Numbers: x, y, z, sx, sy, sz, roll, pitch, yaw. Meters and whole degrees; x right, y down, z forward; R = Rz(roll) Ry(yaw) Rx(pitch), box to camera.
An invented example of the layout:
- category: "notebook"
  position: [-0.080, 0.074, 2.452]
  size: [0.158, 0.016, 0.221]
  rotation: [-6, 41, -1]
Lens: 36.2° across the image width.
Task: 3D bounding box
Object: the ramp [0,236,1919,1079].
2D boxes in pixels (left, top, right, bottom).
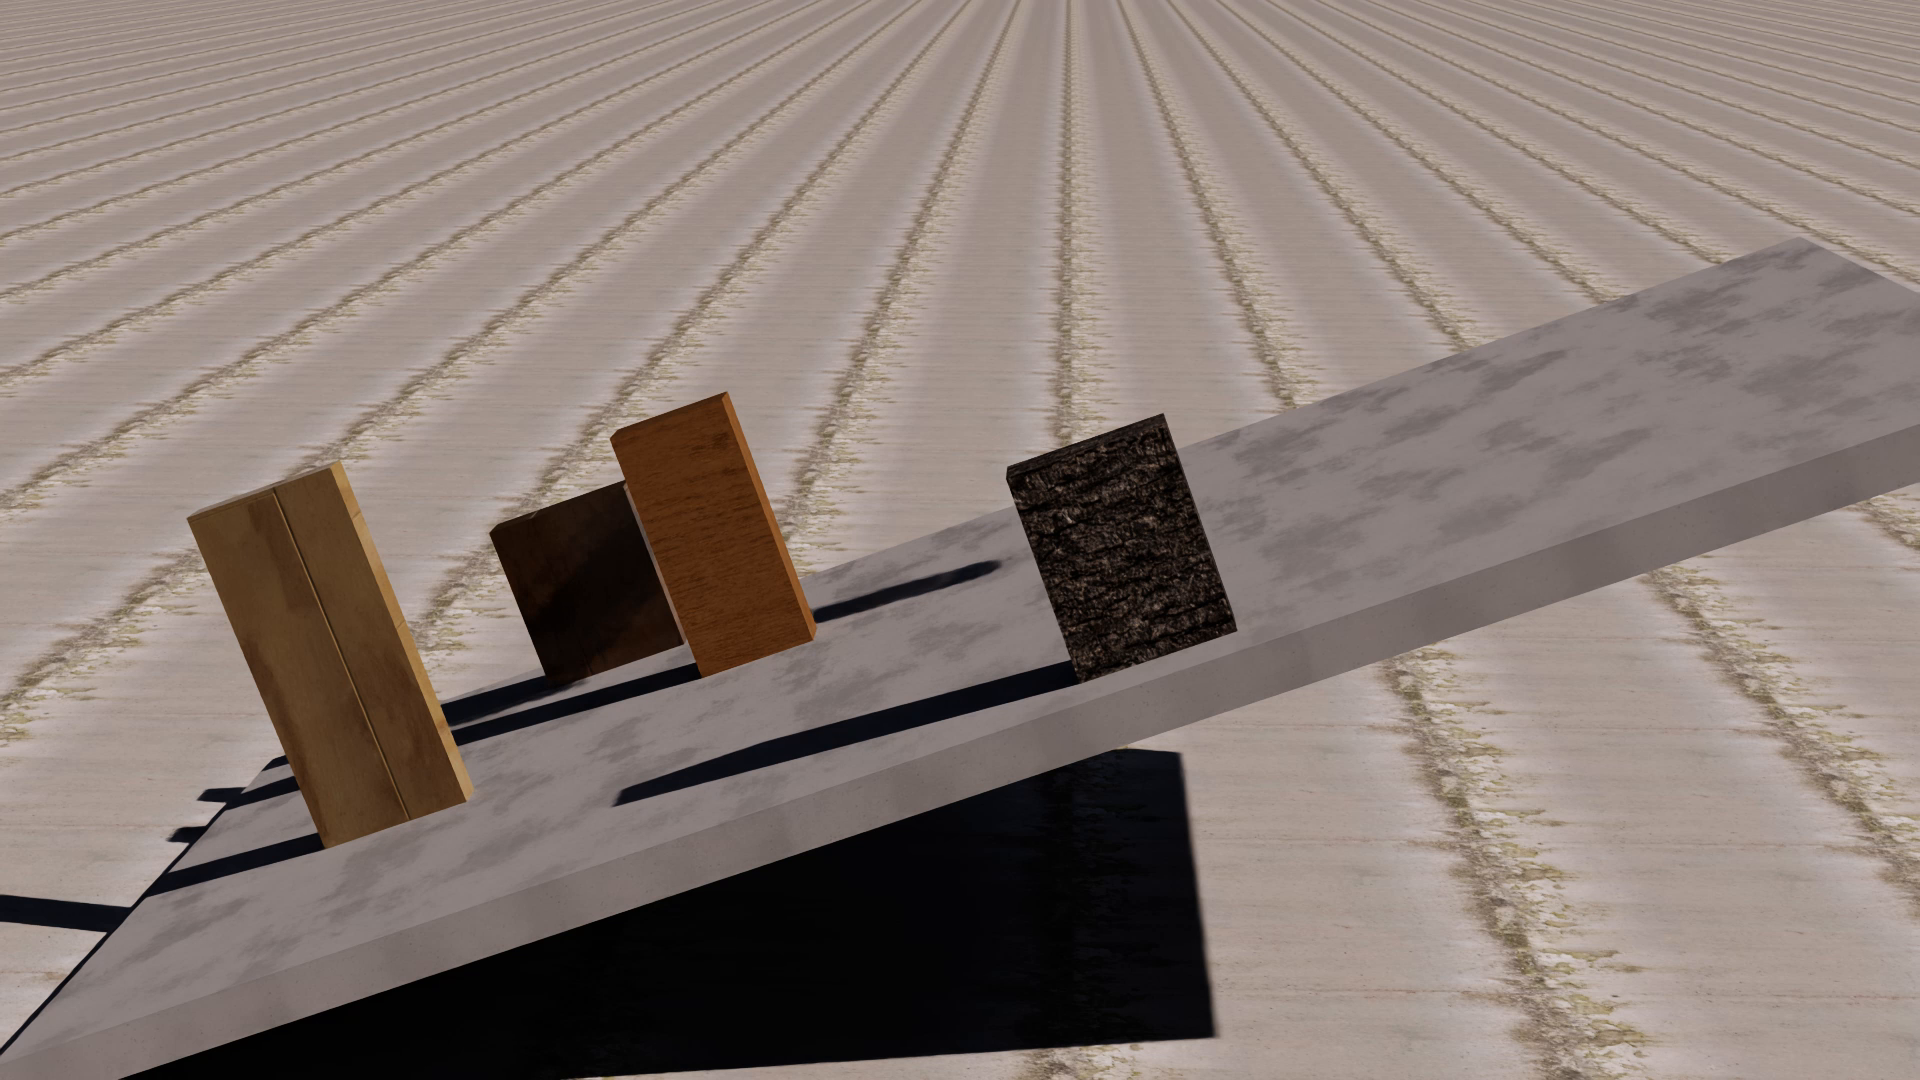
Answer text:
- category: "ramp"
  position: [0.112, 0.178, 6.300]
  size: [4.000, 0.100, 2.000]
  rotation: [-19, 11, 6]

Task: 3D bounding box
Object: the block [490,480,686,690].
- category: "block"
  position: [-0.889, 0.106, 7.075]
  size: [0.344, 0.409, 0.100]
  rotation: [-19, 11, 6]

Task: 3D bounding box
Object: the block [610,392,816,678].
- category: "block"
  position: [-0.550, -0.011, 6.599]
  size: [0.266, 0.580, 0.112]
  rotation: [-19, 11, 6]

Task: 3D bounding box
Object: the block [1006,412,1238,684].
- category: "block"
  position: [0.299, 0.015, 5.430]
  size: [0.306, 0.409, 0.115]
  rotation: [-19, 11, 6]

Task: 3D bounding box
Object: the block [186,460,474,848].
- category: "block"
  position: [-1.332, 0.246, 6.244]
  size: [0.328, 0.768, 0.084]
  rotation: [-19, 11, 6]
